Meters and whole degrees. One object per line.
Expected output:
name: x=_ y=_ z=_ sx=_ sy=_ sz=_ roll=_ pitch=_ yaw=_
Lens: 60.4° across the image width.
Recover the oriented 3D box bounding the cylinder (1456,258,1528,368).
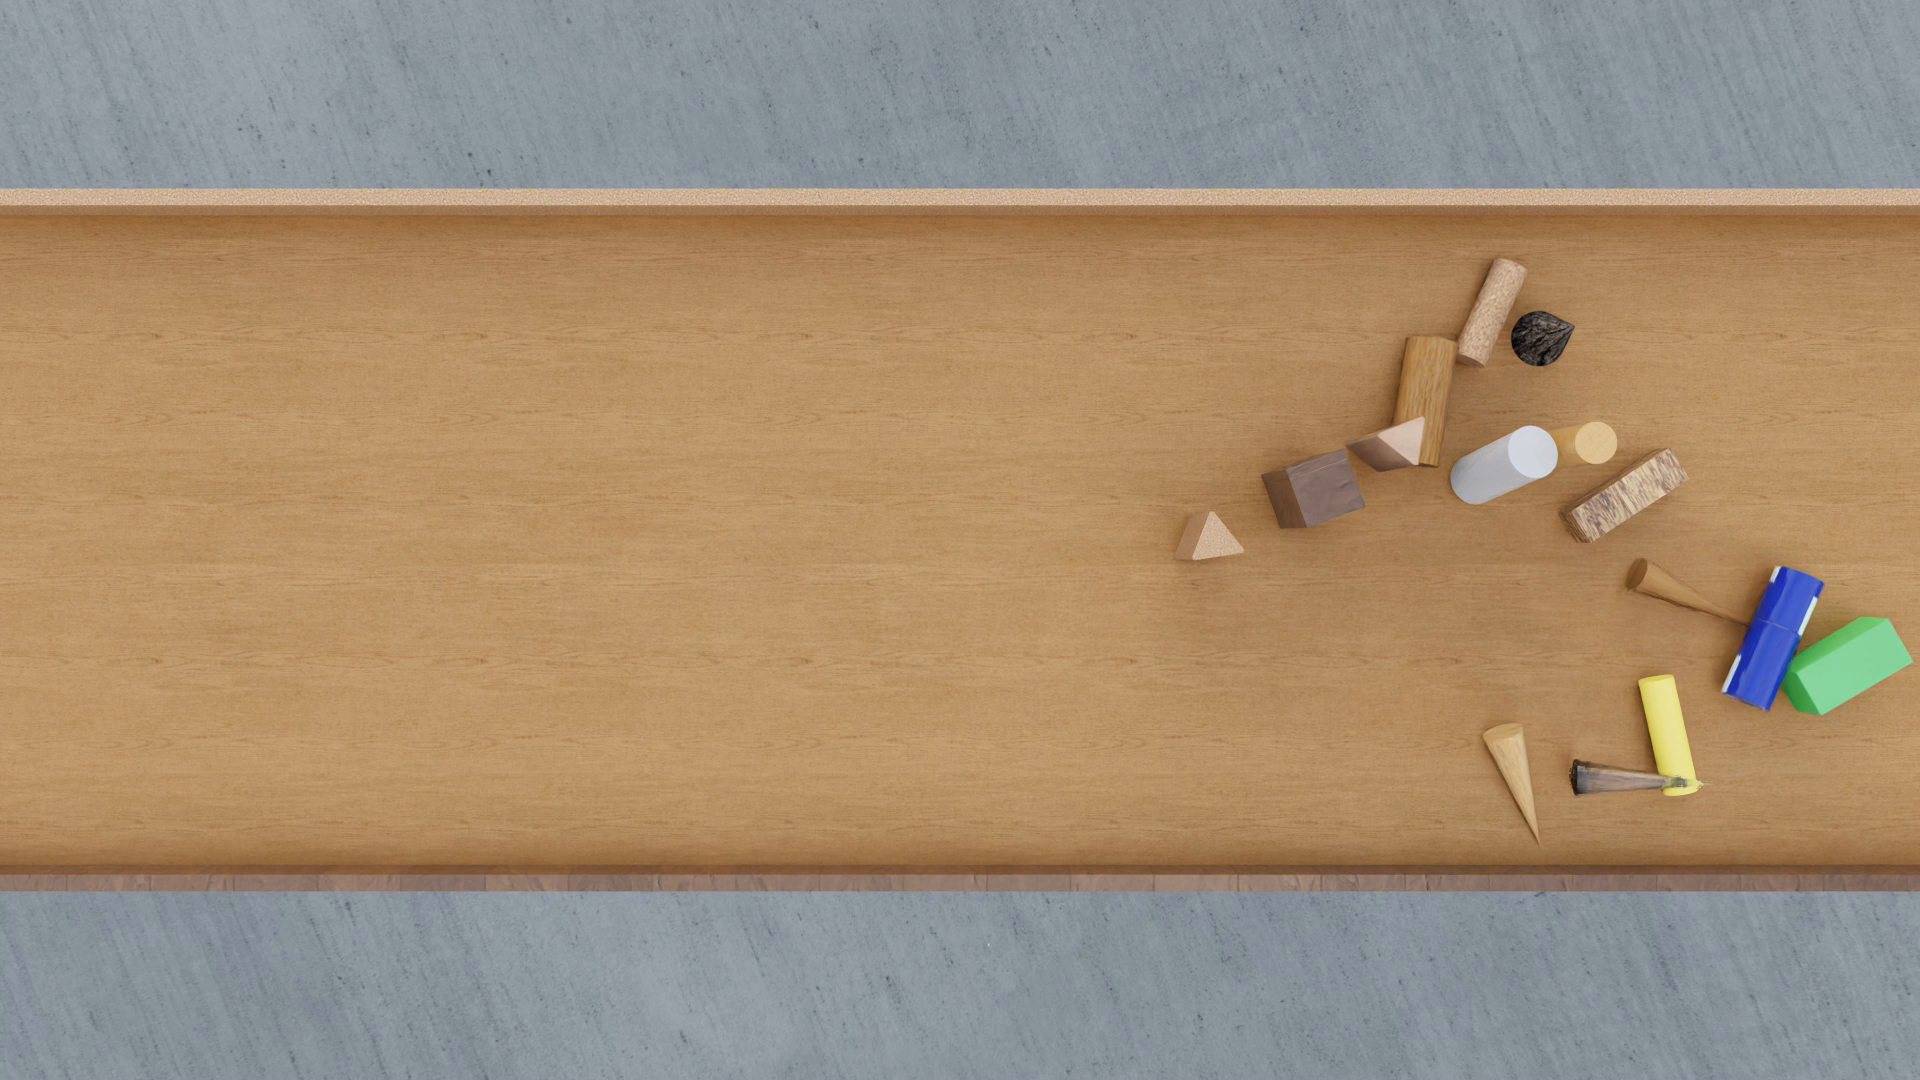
cylinder: x=1.614 y=-0.690 z=5.024 sx=0.105 sy=0.105 sz=0.317 roll=25 pitch=90 yaw=0

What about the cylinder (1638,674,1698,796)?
cylinder: x=2.158 y=0.594 z=5.026 sx=0.102 sy=0.102 sz=0.352 roll=-12 pitch=90 yaw=0

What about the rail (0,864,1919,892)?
rail: x=-2.247 y=1.025 z=5.001 sx=12.000 sy=0.150 sz=0.050 roll=0 pitch=90 yaw=0

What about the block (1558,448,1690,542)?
block: x=2.018 y=-0.135 z=5.021 sx=0.355 sy=0.112 sz=0.112 roll=-33 pitch=90 yaw=0

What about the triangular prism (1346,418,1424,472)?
triangular prism: x=1.270 y=-0.298 z=4.850 sx=0.137 sy=0.449 sz=0.119 roll=39 pitch=91 yaw=1

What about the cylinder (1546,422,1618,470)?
cylinder: x=1.789 y=-0.273 z=4.857 sx=0.119 sy=0.438 sz=0.119 roll=0 pitch=90 yaw=0

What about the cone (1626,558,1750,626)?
cone: x=2.255 y=0.188 z=5.051 sx=0.424 sy=0.102 sz=0.102 roll=24 pitch=90 yaw=-7

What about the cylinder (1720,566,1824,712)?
cylinder: x=2.464 y=0.299 z=5.005 sx=0.143 sy=0.143 sz=0.418 roll=24 pitch=90 yaw=0

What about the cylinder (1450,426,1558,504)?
cylinder: x=1.607 y=-0.218 z=4.886 sx=0.154 sy=0.352 sz=0.154 roll=2 pitch=79 yaw=-10

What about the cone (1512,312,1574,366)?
cone: x=1.781 y=-0.619 z=4.925 sx=0.170 sy=0.303 sz=0.170 roll=0 pitch=90 yaw=0

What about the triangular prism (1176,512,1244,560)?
triangular prism: x=0.725 y=-0.020 z=4.883 sx=0.147 sy=0.387 sz=0.127 roll=-9 pitch=90 yaw=0

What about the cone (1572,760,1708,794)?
cone: x=2.068 y=0.728 z=4.985 sx=0.400 sy=0.107 sz=0.107 roll=2 pitch=90 yaw=11

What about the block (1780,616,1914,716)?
block: x=2.674 y=0.380 z=5.002 sx=0.319 sy=0.148 sz=0.148 roll=-30 pitch=90 yaw=0

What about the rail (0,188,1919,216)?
rail: x=-2.247 y=-1.025 z=5.002 sx=12.000 sy=0.150 sz=0.050 roll=0 pitch=90 yaw=0

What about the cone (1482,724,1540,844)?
cone: x=1.719 y=0.765 z=5.046 sx=0.122 sy=0.122 sz=0.392 roll=-21 pitch=99 yaw=0

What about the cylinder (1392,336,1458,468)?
cylinder: x=1.402 y=-0.417 z=5.000 sx=0.153 sy=0.153 sz=0.376 roll=9 pitch=90 yaw=0

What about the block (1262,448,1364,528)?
block: x=1.040 y=-0.148 z=4.883 sx=0.176 sy=0.388 sz=0.176 roll=-20 pitch=90 yaw=0
